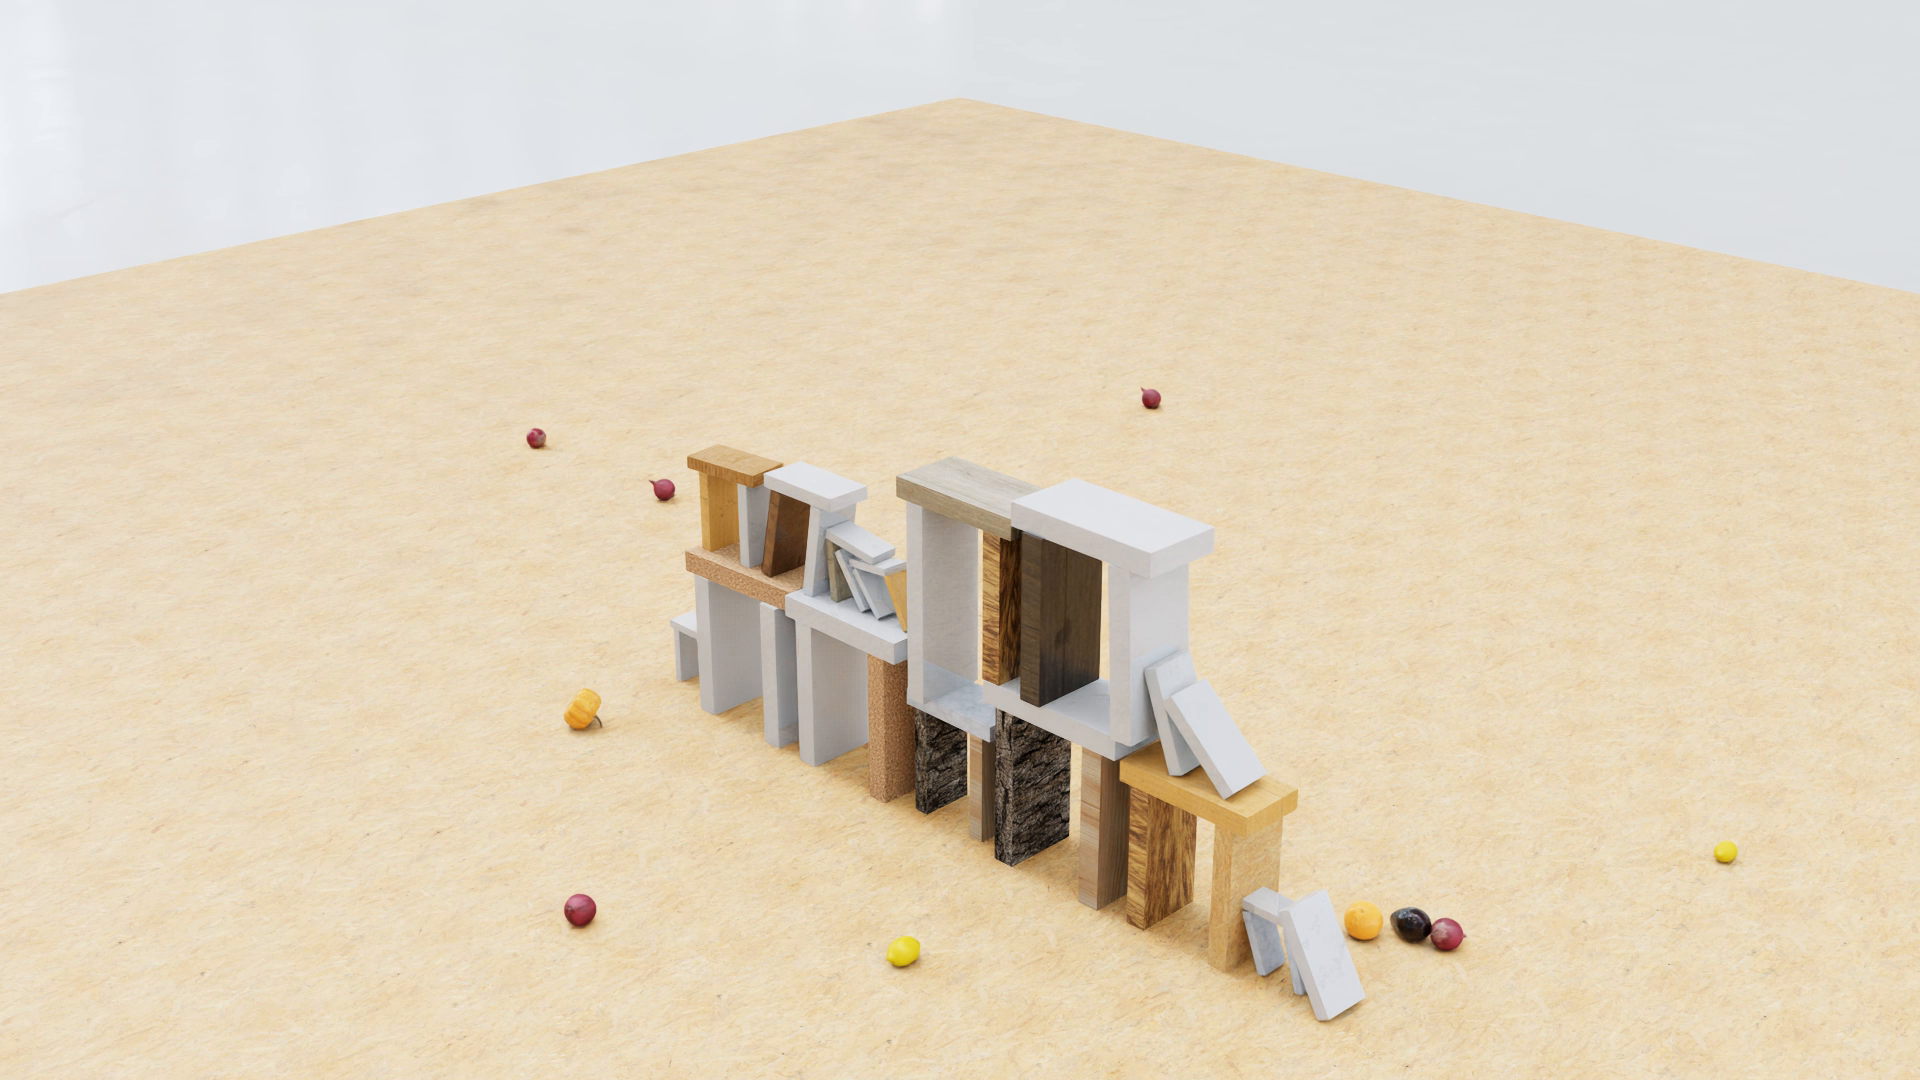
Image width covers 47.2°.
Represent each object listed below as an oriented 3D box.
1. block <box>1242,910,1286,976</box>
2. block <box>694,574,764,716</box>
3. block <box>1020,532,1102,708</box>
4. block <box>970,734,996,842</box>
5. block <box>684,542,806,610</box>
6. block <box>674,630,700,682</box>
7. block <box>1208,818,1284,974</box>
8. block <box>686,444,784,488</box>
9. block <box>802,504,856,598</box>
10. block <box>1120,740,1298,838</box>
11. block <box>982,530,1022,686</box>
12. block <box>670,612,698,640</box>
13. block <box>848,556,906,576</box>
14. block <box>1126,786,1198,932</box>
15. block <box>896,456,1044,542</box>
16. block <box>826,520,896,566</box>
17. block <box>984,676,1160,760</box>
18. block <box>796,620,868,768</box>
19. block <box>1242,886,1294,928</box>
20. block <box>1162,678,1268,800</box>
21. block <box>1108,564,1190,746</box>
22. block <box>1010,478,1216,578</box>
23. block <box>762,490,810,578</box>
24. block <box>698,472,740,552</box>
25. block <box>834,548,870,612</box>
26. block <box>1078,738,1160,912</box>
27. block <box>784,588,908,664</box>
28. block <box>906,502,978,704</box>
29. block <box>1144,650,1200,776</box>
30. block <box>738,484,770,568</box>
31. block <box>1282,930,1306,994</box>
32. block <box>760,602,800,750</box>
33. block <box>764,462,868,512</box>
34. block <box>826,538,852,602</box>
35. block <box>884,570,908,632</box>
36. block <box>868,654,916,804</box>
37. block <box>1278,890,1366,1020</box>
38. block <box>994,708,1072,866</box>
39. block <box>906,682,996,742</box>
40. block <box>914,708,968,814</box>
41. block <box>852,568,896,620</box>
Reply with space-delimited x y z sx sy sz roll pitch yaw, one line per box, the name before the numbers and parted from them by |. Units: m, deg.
block | 0.544 0.710 3.935 0.061 0.121 0.017 -21 10 -41
block | -0.500 0.207 4.853 0.046 0.328 0.164 21 31 41
block | 0.188 0.125 4.066 0.048 0.338 0.169 21 31 41
block | 0.072 0.471 4.353 0.033 0.232 0.116 21 31 41
block | -0.418 0.064 4.712 0.328 0.046 0.164 19 30 38
block | -0.617 0.252 5.002 0.018 0.129 0.064 21 31 41
block | 0.511 0.616 3.937 0.041 0.290 0.145 21 31 41
block | -0.476 -0.158 4.654 0.190 0.027 0.095 17 28 34
block | -0.267 0.010 4.517 0.102 0.204 0.029 -22 40 -41
block | 0.443 0.437 3.935 0.290 0.041 0.145 21 31 41
block | 0.111 0.108 4.148 0.043 0.305 0.153 21 31 41
block | -0.587 0.196 4.945 0.129 0.018 0.064 21 31 41
block | -0.165 0.048 4.431 0.058 0.016 0.115 -19 22 -37
block | 0.375 0.563 4.063 0.041 0.290 0.145 21 31 41
block | 0.039 -0.081 4.147 0.153 0.043 0.305 -21 31 -40
block | -0.202 0.005 4.449 0.133 0.019 0.067 30 37 32
block | 0.220 0.309 4.124 0.331 0.047 0.166 21 31 41
block | -0.265 0.299 4.637 0.046 0.327 0.163 21 31 41
block | 0.565 0.654 3.887 0.061 0.017 0.121 -22 31 -40
block | 0.450 0.350 3.884 0.100 0.028 0.201 -23 76 -42
block | 0.339 0.182 3.930 0.048 0.337 0.169 17 28 40
block | 0.270 -0.024 3.922 0.169 0.048 0.338 -21 30 -39
block | -0.358 -0.027 4.605 0.102 0.203 0.029 -21 43 -41
block | -0.515 -0.079 4.746 0.027 0.190 0.095 20 30 39
block | -0.199 0.075 4.479 0.067 0.133 0.019 -19 -8 -38
block | 0.298 0.514 4.125 0.047 0.331 0.166 21 31 41
block | -0.188 0.158 4.493 0.327 0.046 0.163 21 31 41
block | -0.033 0.104 4.302 0.153 0.418 0.043 -21 31 -40
block | 0.393 0.309 3.932 0.028 0.201 0.100 -5 13 46
block | -0.424 -0.045 4.665 0.027 0.190 0.095 20 30 40
block | 0.605 0.733 3.878 0.061 0.121 0.017 -22 15 -40
block | -0.346 0.268 4.711 0.164 0.328 0.046 -21 31 -41
block | -0.296 -0.110 4.500 0.203 0.029 0.102 21 31 40
block | -0.238 0.052 4.510 0.067 0.133 0.019 -20 24 -39
block | -0.106 0.119 4.387 0.058 0.115 0.016 -19 -1 -37
block | -0.111 0.360 4.495 0.046 0.327 0.163 21 31 41
block | 0.629 0.721 3.823 0.100 0.201 0.028 -19 -1 -38
block | 0.142 0.453 4.269 0.047 0.331 0.166 21 31 41
block | 0.017 0.328 4.351 0.116 0.033 0.232 -21 31 -40
block | -0.037 0.429 4.454 0.033 0.232 0.116 21 31 41
block | -0.166 0.102 4.451 0.058 0.016 0.115 -16 70 -33
